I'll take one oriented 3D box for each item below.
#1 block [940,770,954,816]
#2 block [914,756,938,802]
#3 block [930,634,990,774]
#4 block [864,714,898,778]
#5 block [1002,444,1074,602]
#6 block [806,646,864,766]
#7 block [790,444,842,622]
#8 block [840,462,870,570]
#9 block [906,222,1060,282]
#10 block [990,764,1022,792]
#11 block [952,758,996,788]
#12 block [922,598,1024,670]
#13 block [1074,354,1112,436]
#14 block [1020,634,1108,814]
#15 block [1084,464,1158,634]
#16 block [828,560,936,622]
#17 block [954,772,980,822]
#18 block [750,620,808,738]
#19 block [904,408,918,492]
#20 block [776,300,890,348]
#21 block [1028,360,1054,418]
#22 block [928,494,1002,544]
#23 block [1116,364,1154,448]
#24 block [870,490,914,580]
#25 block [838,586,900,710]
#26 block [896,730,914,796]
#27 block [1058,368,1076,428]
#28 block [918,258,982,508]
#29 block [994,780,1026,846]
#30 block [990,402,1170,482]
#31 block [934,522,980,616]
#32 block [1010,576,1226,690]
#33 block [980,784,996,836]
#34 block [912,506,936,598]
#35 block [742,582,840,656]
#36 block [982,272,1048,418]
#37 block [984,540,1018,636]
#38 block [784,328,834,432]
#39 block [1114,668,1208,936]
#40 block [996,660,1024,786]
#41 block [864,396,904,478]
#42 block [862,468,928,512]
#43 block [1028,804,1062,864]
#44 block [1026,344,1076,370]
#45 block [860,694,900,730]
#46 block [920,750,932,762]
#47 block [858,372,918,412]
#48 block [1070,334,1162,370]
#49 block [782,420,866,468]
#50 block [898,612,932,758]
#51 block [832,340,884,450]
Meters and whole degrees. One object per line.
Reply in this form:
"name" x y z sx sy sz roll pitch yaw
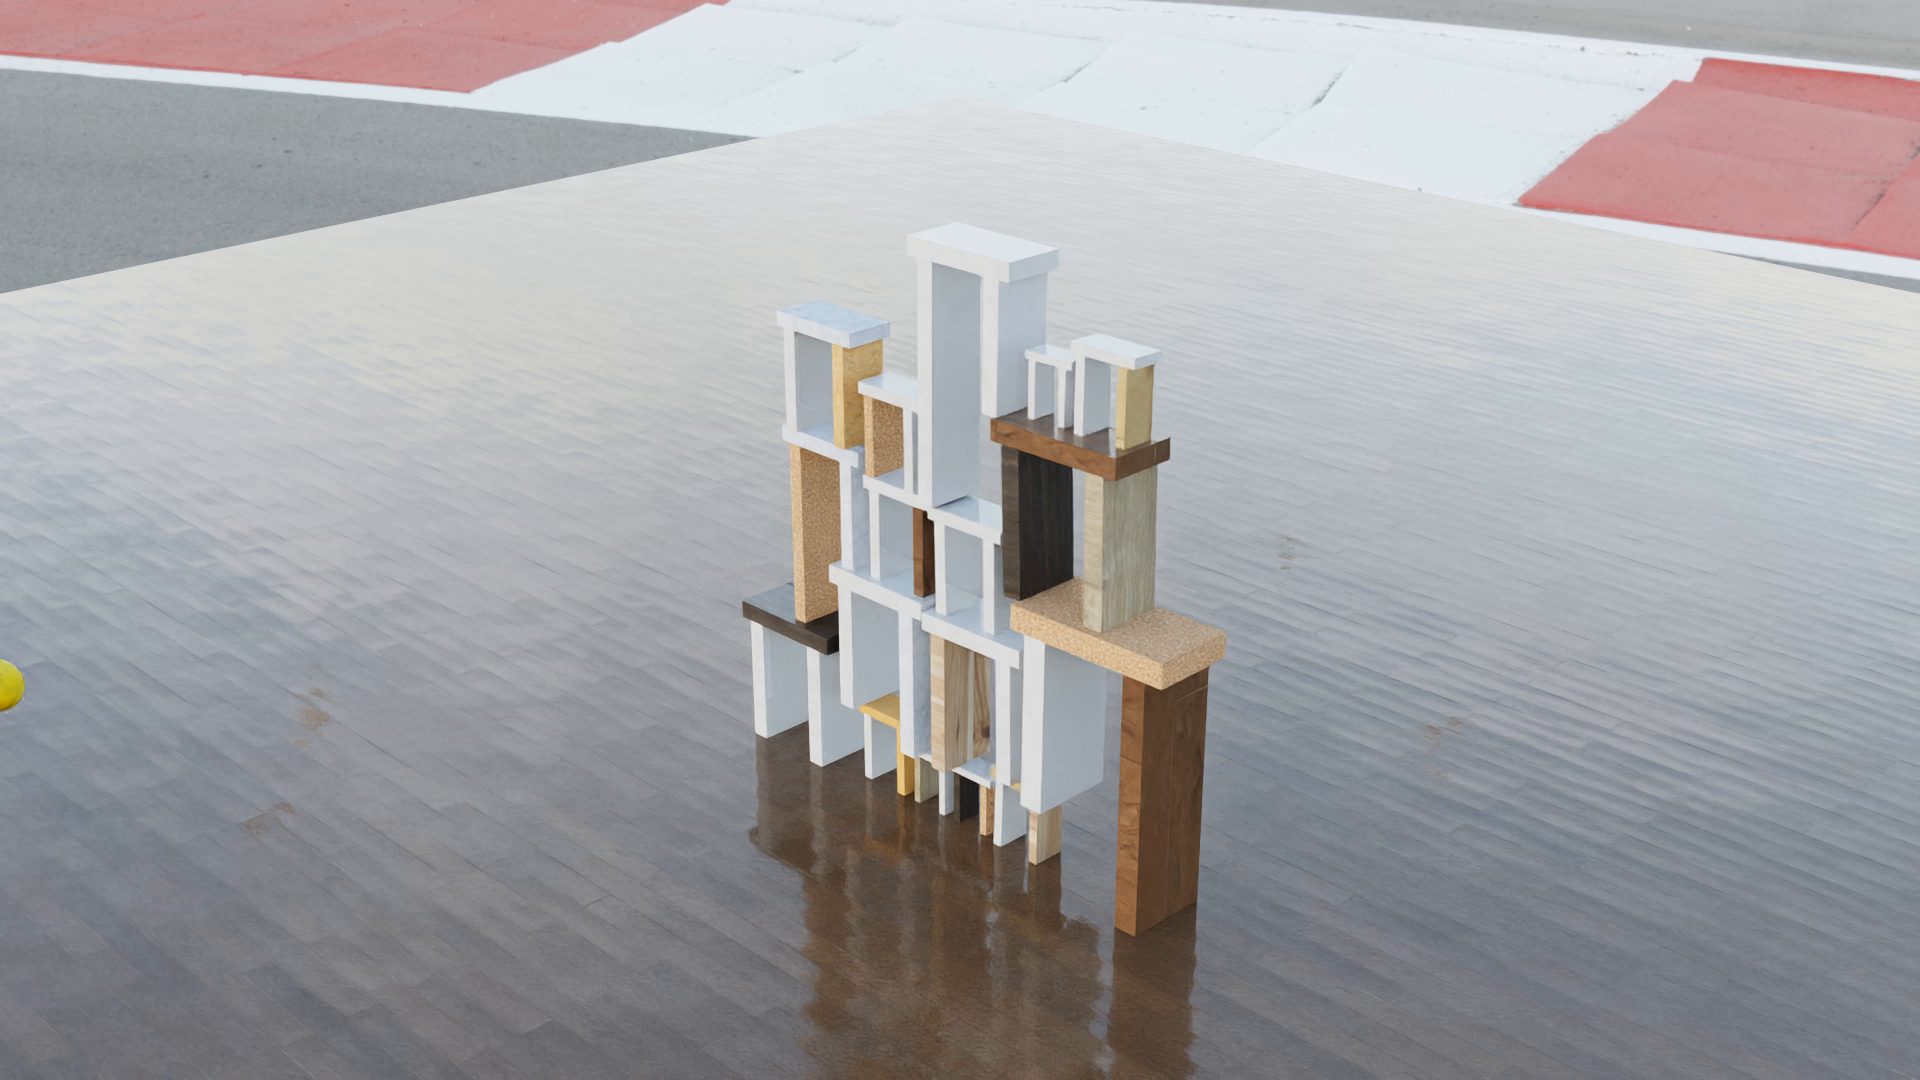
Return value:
"block" -0.017 0.499 4.449 0.054 0.107 0.015 -21 31 -41
"block" -0.068 0.479 4.495 0.054 0.107 0.015 -21 31 -41
"block" 0.001 0.303 4.347 0.036 0.294 0.129 21 30 40
"block" -0.165 0.418 4.587 0.073 0.147 0.021 -21 31 -41
"block" 0.143 -0.049 4.039 0.042 0.295 0.148 19 29 41
"block" -0.256 0.330 4.638 0.038 0.269 0.135 21 31 41
"block" -0.292 -0.027 4.538 0.032 0.391 0.113 21 31 41
"block" -0.186 -0.062 4.408 0.113 0.226 0.032 -21 31 -40
"block" 0.040 -0.518 3.951 0.129 0.036 0.257 -21 31 -40
"block" 0.133 0.464 4.273 0.072 0.020 0.143 -20 31 -39
"block" 0.039 0.459 4.374 0.111 0.016 0.055 21 30 40
"block" 0.063 0.173 4.227 0.257 0.036 0.129 20 30 40
"block" 0.233 -0.262 3.865 0.020 0.144 0.072 19 28 41
"block" 0.197 0.320 4.133 0.051 0.357 0.179 21 31 40
"block" 0.285 0.003 3.911 0.042 0.295 0.148 20 30 40
"block" -0.123 0.085 4.399 0.134 0.038 0.267 -21 31 -40
"block" 0.013 0.508 4.423 0.016 0.111 0.055 21 31 41
"block" -0.383 0.281 4.754 0.038 0.269 0.135 21 31 41
"block" -0.070 -0.182 4.226 0.083 0.166 0.023 -21 31 -40
"block" -0.249 -0.424 4.307 0.212 0.030 0.106 21 31 40
"block" 0.146 -0.276 3.946 0.015 0.108 0.054 19 28 40
"block" 0.040 -0.041 4.165 0.190 0.027 0.095 20 30 40
"block" 0.302 -0.236 3.802 0.020 0.144 0.072 20 28 41
"block" -0.136 -0.023 4.368 0.093 0.185 0.026 -21 31 -40
"block" -0.185 0.201 4.516 0.134 0.267 0.038 -21 31 -41
"block" -0.096 0.445 4.523 0.021 0.147 0.073 21 31 41
"block" 0.198 -0.257 3.900 0.015 0.108 0.054 20 28 40
"block" -0.020 -0.304 4.109 0.129 0.481 0.036 -21 31 -40
"block" 0.101 0.527 4.335 0.072 0.143 0.020 -21 33 -41
"block" 0.212 -0.180 3.912 0.295 0.042 0.148 20 30 40
"block" -0.005 0.042 4.247 0.027 0.190 0.095 20 30 41
"block" 0.284 0.164 3.976 0.357 0.051 0.179 21 30 40
"block" 0.066 0.528 4.374 0.016 0.111 0.055 22 31 40
"block" -0.049 0.011 4.287 0.093 0.185 0.026 -21 31 -40
"block" -0.320 0.164 4.636 0.269 0.038 0.135 21 31 41
"block" 0.098 -0.359 3.954 0.036 0.257 0.129 22 31 40
"block" 0.086 0.076 4.165 0.027 0.190 0.095 20 30 40
"block" -0.300 -0.332 4.401 0.030 0.212 0.106 21 31 40
"block" 0.368 0.458 4.014 0.179 0.521 0.051 -21 31 -41
"block" 0.127 0.332 4.227 0.036 0.257 0.129 20 29 41
"block" -0.148 -0.212 4.298 0.083 0.166 0.023 -21 31 -40
"block" -0.092 -0.103 4.286 0.093 0.026 0.185 -21 31 -40
"block" 0.167 0.553 4.274 0.072 0.143 0.020 -21 32 -41
"block" 0.174 -0.324 3.901 0.108 0.015 0.054 19 28 39
"block" -0.130 0.354 4.523 0.073 0.021 0.147 -21 31 -41
"block" -0.043 0.432 4.448 0.054 0.015 0.107 -21 31 -40
"block" -0.109 -0.284 4.225 0.166 0.023 0.083 21 31 41
"block" 0.270 -0.326 3.805 0.144 0.020 0.072 20 28 40
"block" -0.239 -0.202 4.406 0.226 0.032 0.113 21 31 40
"block" -0.059 0.271 4.409 0.134 0.313 0.038 -21 31 -40
"block" -0.199 -0.293 4.309 0.030 0.212 0.106 21 31 40
